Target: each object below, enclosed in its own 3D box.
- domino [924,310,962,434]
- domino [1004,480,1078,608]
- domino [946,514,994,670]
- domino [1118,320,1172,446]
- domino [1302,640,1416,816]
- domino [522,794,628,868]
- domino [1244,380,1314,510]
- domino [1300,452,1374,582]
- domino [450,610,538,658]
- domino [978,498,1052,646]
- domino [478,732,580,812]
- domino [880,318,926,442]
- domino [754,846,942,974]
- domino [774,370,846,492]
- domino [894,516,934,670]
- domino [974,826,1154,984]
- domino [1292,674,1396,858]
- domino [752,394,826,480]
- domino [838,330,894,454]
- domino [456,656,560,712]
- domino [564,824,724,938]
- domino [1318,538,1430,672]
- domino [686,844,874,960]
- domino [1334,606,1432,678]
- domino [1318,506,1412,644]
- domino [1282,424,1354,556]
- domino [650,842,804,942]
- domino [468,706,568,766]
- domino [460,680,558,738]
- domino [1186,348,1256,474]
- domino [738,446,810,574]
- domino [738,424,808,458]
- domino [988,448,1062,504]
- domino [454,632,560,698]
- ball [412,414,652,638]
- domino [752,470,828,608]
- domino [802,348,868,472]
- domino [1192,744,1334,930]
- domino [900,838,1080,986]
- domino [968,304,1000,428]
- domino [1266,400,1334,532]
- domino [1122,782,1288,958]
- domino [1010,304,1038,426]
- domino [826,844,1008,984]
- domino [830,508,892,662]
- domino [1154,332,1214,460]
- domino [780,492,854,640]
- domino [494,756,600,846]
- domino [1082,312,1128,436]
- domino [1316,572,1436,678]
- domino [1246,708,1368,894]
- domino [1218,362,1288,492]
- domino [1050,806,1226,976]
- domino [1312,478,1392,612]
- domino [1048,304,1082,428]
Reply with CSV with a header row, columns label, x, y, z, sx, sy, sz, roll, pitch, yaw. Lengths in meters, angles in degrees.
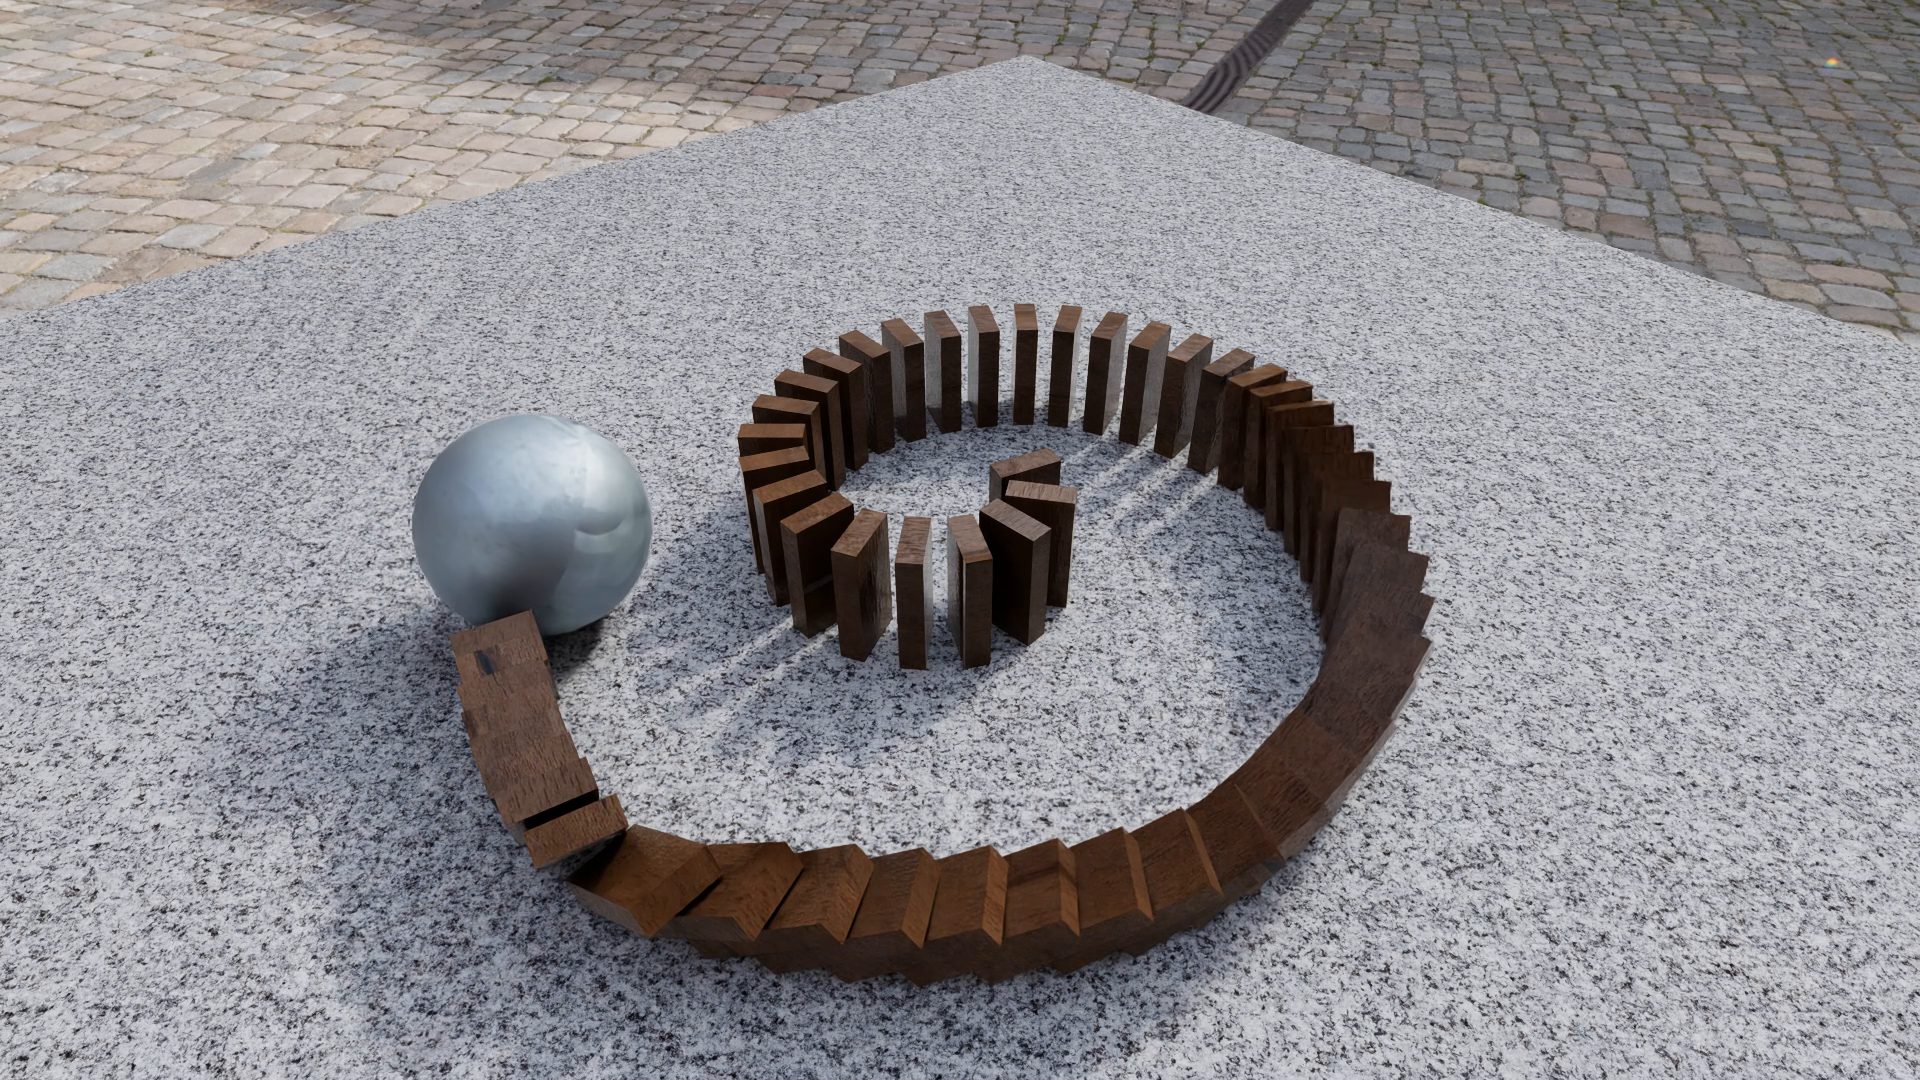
label,x,y,z,sx,sy,sz,roll,pitch,yaw
domino,-0.008,-0.077,0.505,0.009,0.050,0.025,-12,41,-14
domino,0.029,0.002,0.409,0.025,0.050,0.010,7,40,9
domino,0.003,0.019,0.389,0.009,0.050,0.025,-9,40,-11
domino,0.083,-0.071,0.498,0.010,0.050,0.025,21,44,23
domino,0.120,0.060,0.349,0.025,0.009,0.050,32,84,33
domino,-0.109,0.083,0.313,0.025,0.050,0.009,-21,81,-23
domino,0.133,-0.040,0.459,0.025,0.050,0.010,-13,27,-16
domino,0.146,-0.009,0.426,0.025,0.050,0.010,0,2,-1
domino,-0.151,0.039,0.366,0.025,0.050,0.009,-19,75,-22
domino,0.019,0.012,0.397,0.025,0.050,0.010,31,49,32
domino,-0.126,0.071,0.327,0.025,0.050,0.010,-21,76,-23
domino,-0.025,-0.072,0.500,0.010,0.050,0.025,-18,43,-20
domino,-0.031,0.101,0.300,0.050,0.010,0.025,-20,31,28
domino,-0.063,-0.046,0.468,0.025,0.050,0.009,16,42,18
domino,-0.016,0.019,0.388,0.009,0.050,0.025,3,39,4
domino,0.026,0.100,0.301,0.050,0.010,0.025,-28,36,18
domino,0.108,0.069,0.338,0.025,0.009,0.050,37,86,36
domino,-0.070,-0.035,0.454,0.025,0.050,0.010,10,40,11
domino,-0.041,-0.066,0.492,0.010,0.050,0.025,-28,47,-30
domino,-0.142,0.052,0.350,0.025,0.050,0.009,-21,76,-23
domino,-0.089,0.094,0.307,0.025,0.010,0.050,-38,18,-34
domino,0.145,0.027,0.387,0.025,0.010,0.050,16,82,18
domino,-0.049,0.100,0.302,0.050,0.010,0.025,-18,30,31
domino,0.131,0.050,0.361,0.025,0.009,0.050,29,83,30
domino,0.147,0.015,0.400,0.025,0.009,0.050,8,83,10
domino,0.143,-0.020,0.438,0.025,0.050,0.009,-5,9,-5
domino,-0.069,0.097,0.305,0.050,0.010,0.025,-15,27,38
domino,-0.132,0.065,0.334,0.025,0.050,0.009,-21,76,-23
domino,-0.138,0.059,0.342,0.025,0.050,0.009,-21,76,-23
domino,0.114,-0.056,0.479,0.025,0.050,0.009,-32,49,-33
domino,-0.069,-0.011,0.425,0.025,0.050,0.009,-12,41,-14
domino,-0.073,-0.023,0.439,0.025,0.050,0.009,0,39,0
domino,0.024,-0.009,0.423,0.025,0.050,0.009,-17,42,-20
domino,-0.146,0.045,0.358,0.025,0.050,0.009,-19,75,-22
ball,-0.152,-0.005,0.394,0.080,0.080,0.080,0,39,0
domino,-0.061,0.000,0.412,0.025,0.050,0.009,-21,44,-23
domino,-0.054,-0.057,0.481,0.025,0.050,0.010,23,45,26
domino,0.079,0.086,0.319,0.050,0.010,0.025,-41,46,3
domino,0.008,0.102,0.300,0.050,0.010,0.025,-25,34,21
domino,0.011,-0.080,0.509,0.009,0.050,0.025,-7,40,-8
domino,0.138,-0.030,0.449,0.025,0.050,0.010,-8,17,-10
domino,0.063,0.093,0.310,0.050,0.010,0.025,-35,42,9
domino,0.030,-0.081,0.511,0.009,0.050,0.025,-1,39,-1
domino,-0.012,0.102,0.299,0.050,0.010,0.025,-23,33,24
domino,-0.034,0.016,0.391,0.009,0.050,0.025,14,41,16
domino,0.099,-0.064,0.489,0.010,0.050,0.025,26,46,28
domino,-0.050,0.010,0.400,0.025,0.050,0.010,-30,48,-32
domino,-0.119,0.077,0.320,0.025,0.050,0.010,-21,76,-23
domino,0.067,-0.076,0.504,0.010,0.050,0.025,16,42,18
domino,0.139,0.039,0.373,0.025,0.010,0.050,22,82,25
domino,0.094,0.078,0.328,0.050,0.010,0.025,-47,51,-2
domino,0.125,-0.048,0.469,0.025,0.050,0.009,-22,38,-24
domino,0.045,0.097,0.305,0.050,0.009,0.025,-31,39,14
domino,0.147,0.003,0.414,0.025,0.050,0.009,3,-3,3
domino,0.049,-0.080,0.509,0.010,0.050,0.025,9,40,10
